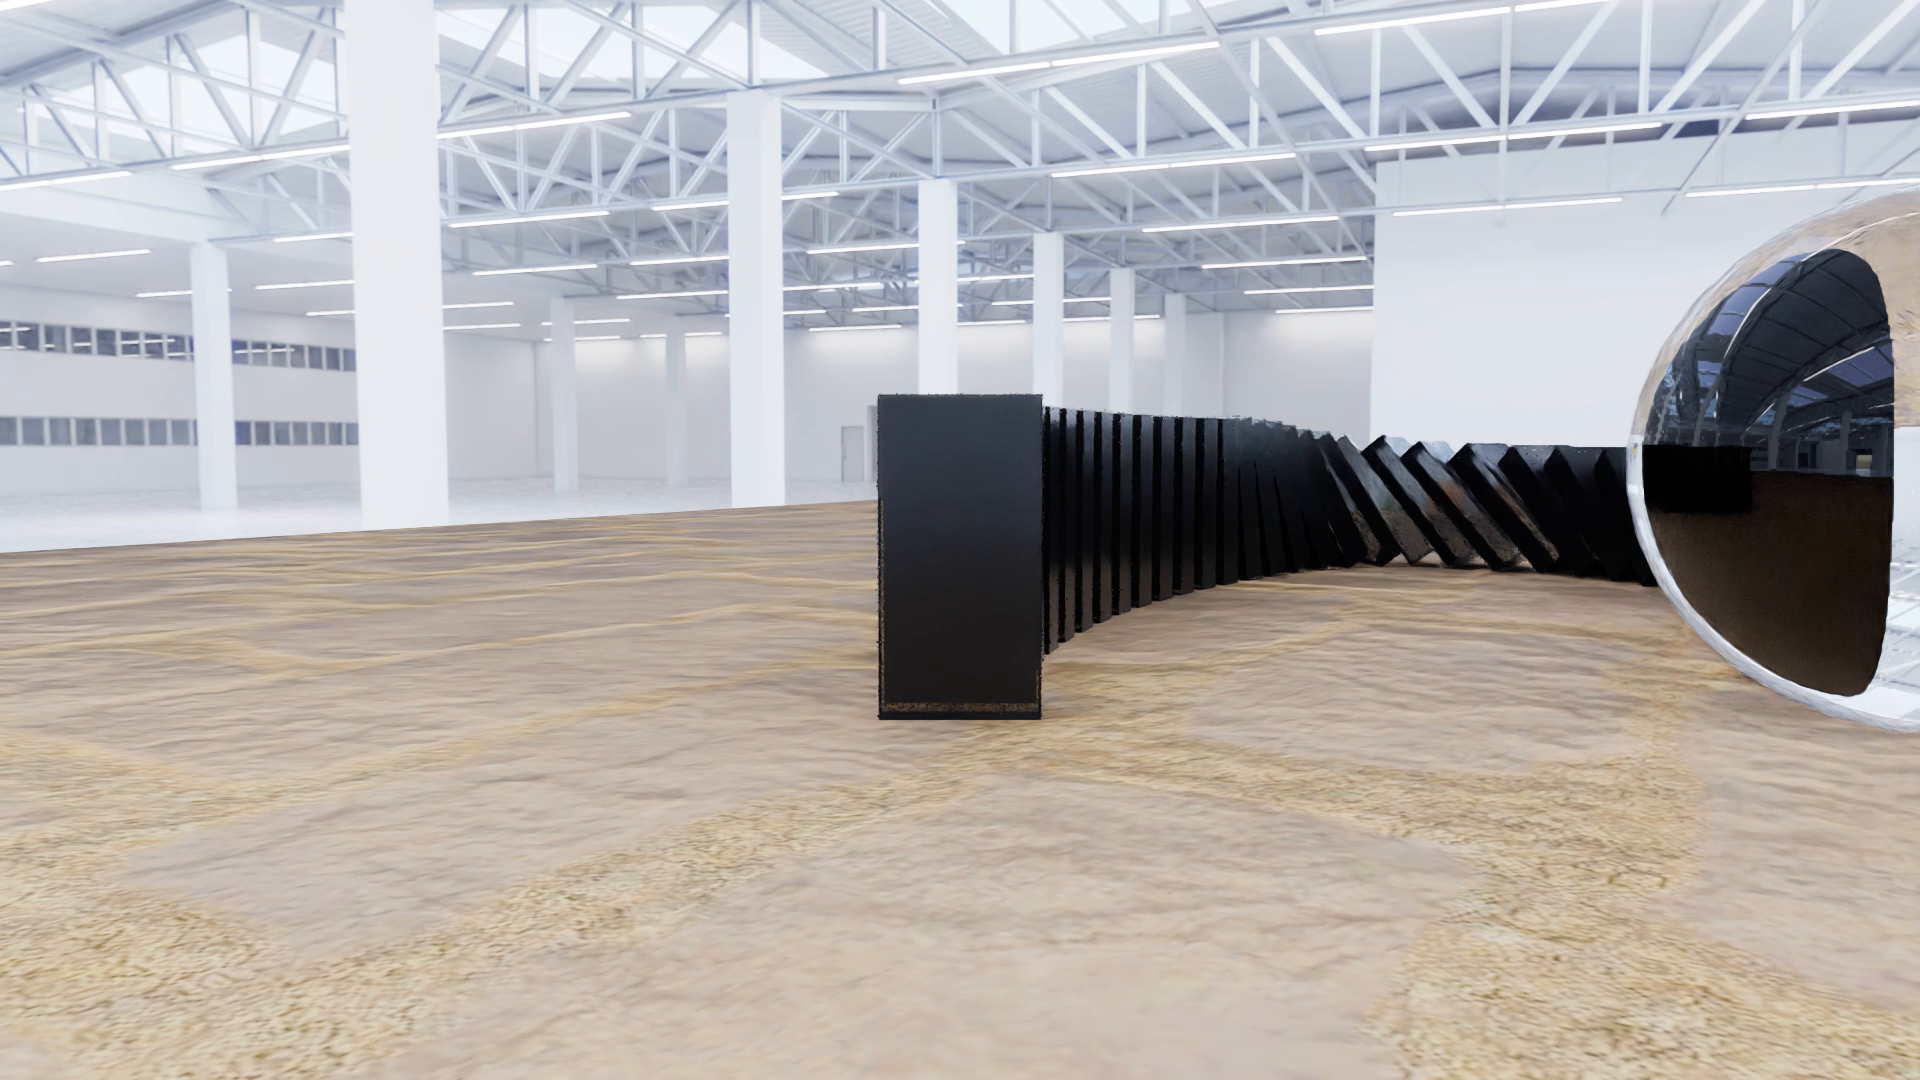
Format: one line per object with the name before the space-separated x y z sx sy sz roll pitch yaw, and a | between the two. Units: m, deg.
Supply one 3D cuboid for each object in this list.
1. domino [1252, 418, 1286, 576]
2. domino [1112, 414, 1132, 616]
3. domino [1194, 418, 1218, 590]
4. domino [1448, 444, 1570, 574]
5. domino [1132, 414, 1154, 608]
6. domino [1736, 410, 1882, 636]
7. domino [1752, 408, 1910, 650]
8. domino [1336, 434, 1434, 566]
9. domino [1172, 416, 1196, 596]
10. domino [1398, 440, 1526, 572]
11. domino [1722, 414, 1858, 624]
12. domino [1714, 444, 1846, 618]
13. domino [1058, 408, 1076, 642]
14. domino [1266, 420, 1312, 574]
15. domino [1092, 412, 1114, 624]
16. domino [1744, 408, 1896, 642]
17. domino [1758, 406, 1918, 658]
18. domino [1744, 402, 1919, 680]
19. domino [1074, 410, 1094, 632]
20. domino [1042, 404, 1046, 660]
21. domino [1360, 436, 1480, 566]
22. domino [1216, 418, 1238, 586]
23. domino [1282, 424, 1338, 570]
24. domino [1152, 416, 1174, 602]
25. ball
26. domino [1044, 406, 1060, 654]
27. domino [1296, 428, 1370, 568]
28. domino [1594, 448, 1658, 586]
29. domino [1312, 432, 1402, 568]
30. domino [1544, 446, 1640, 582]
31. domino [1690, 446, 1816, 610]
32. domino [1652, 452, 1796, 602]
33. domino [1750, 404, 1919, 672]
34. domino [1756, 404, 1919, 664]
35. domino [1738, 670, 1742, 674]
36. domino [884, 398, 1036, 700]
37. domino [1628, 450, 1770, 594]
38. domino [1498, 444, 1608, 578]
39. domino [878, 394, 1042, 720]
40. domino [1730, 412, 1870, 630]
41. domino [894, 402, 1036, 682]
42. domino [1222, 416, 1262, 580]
domino | 0.089 -0.014 0.415 0.025 0.050 0.009 4 22 44
domino | 0.030 -0.007 0.326 0.025 0.050 0.009 2 5 26
domino | 0.063 -0.011 0.383 0.025 0.050 0.009 3 5 35
domino | 0.191 -0.012 0.437 0.025 0.050 0.009 -3 -38 -36
domino | 0.038 -0.008 0.341 0.025 0.050 0.009 2 5 28
domino | 0.194 -0.004 0.293 0.025 0.050 0.010 3 -16 35
domino | 0.186 -0.003 0.274 0.025 0.050 0.009 3 -16 35
domino | 0.150 -0.015 0.459 0.010 0.050 0.025 -38 -10 18
domino | 0.054 -0.010 0.369 0.025 0.050 0.010 3 5 32
domino | 0.176 -0.013 0.444 0.025 0.050 0.009 -5 -35 -50
domino | 0.203 -0.006 0.313 0.025 0.050 0.009 3 -17 34
domino | 0.212 -0.004 0.331 0.025 0.009 0.050 6 51 33
domino | 0.012 -0.004 0.281 0.025 0.050 0.009 1 5 18
domino | 0.098 -0.014 0.425 0.010 0.050 0.025 -32 24 -36
domino | 0.024 -0.006 0.311 0.025 0.050 0.010 2 5 23
domino | 0.190 -0.004 0.284 0.025 0.050 0.010 3 -16 35
domino | 0.181 -0.002 0.265 0.025 0.050 0.010 3 -16 35
domino | 0.163 -0.001 0.240 0.025 0.050 0.010 3 -16 35
domino | 0.017 -0.005 0.296 0.025 0.050 0.010 2 5 21
domino | 0.003 -0.001 0.249 0.025 0.050 0.009 1 4 12
domino | 0.165 -0.014 0.455 0.009 0.050 0.025 -44 -24 30
domino | 0.072 -0.012 0.395 0.025 0.050 0.009 4 8 39
domino | 0.109 -0.014 0.435 0.009 0.050 0.025 -34 22 -28
domino | 0.046 -0.009 0.355 0.025 0.050 0.009 2 5 30
ball | 0.142 -0.012 0.188 0.080 0.080 0.080 0 4 0
domino | 0.007 -0.002 0.265 0.025 0.050 0.009 1 4 15
domino | 0.120 -0.015 0.445 0.010 0.050 0.025 -34 16 -17
domino | 0.216 -0.008 0.395 0.025 0.009 0.050 0 48 3
domino | 0.134 -0.015 0.452 0.009 0.050 0.025 -34 8 -4
domino | 0.211 -0.009 0.410 0.025 0.009 0.050 -1 49 -11
domino | 0.213 -0.004 0.346 0.025 0.009 0.050 2 50 24
domino | 0.215 -0.005 0.363 0.025 0.009 0.050 1 46 15
domino | 0.170 -0.001 0.248 0.025 0.050 0.010 3 -16 35
domino | 0.176 -0.002 0.256 0.025 0.050 0.009 3 -16 35
domino | 0.157 0.000 0.232 0.025 0.050 0.009 3 -16 35
domino | 0.000 0.001 0.217 0.025 0.050 0.009 0 4 2
domino | 0.217 -0.006 0.378 0.025 0.010 0.050 1 47 11
domino | 0.203 -0.010 0.425 0.025 0.050 0.010 -2 -40 -21
domino | 0.000 0.002 0.201 0.025 0.050 0.009 0 4 0
domino | 0.199 -0.005 0.303 0.025 0.050 0.010 3 -17 35
domino | 0.001 0.000 0.233 0.025 0.050 0.010 0 4 5
domino | 0.080 -0.013 0.406 0.025 0.050 0.009 4 15 42
